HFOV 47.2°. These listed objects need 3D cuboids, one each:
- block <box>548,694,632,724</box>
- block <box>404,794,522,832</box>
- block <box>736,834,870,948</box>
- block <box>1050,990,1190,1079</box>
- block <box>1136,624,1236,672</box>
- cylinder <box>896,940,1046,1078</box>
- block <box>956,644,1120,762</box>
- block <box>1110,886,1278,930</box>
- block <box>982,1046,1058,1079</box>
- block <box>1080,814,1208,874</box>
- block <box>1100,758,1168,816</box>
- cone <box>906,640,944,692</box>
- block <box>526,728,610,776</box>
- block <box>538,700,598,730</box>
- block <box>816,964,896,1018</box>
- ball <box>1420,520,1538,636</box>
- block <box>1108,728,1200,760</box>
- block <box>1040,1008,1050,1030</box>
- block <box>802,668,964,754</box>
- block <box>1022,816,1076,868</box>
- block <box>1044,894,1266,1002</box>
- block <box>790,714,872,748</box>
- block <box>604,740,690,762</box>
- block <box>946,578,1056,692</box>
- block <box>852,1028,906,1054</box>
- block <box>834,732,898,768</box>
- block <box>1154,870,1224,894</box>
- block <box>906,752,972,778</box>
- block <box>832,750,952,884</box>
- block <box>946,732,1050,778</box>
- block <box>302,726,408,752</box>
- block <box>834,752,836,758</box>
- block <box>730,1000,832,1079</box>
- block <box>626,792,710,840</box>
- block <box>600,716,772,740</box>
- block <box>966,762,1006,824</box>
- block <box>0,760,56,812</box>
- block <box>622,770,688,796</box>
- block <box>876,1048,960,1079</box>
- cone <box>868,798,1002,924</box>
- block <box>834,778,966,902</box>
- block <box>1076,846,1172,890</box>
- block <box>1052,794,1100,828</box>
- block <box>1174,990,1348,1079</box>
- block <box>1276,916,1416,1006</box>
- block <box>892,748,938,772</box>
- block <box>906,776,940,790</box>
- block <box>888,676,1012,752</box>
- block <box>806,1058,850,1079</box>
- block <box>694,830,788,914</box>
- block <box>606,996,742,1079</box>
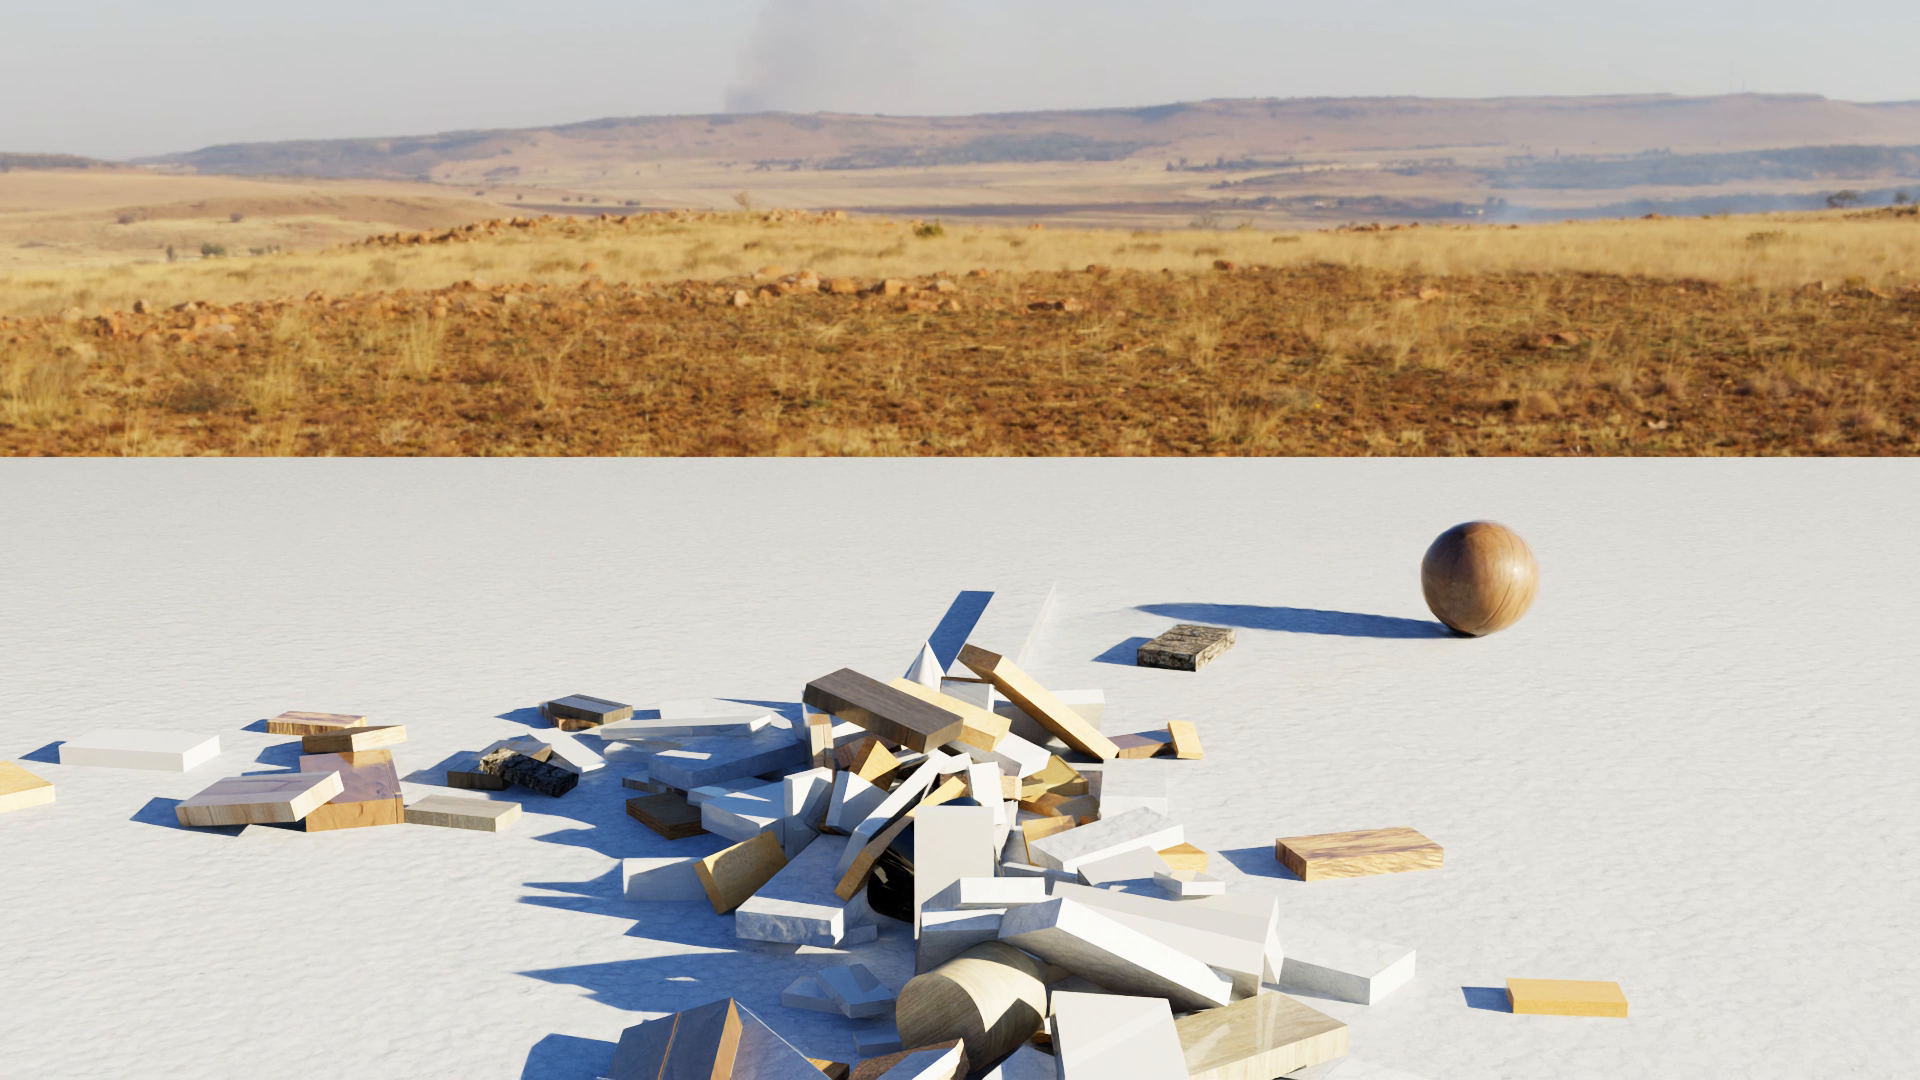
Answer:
[{"bbox_3d":[-0.790,0.361,4.702,0.170,0.024,0.085,8,13,36],"label":"block"},{"bbox_3d":[-0.918,0.504,4.059,0.189,0.027,0.095,3,11,17],"label":"block"},{"bbox_3d":[-0.216,0.563,3.561,0.157,0.044,0.391,3,11,16],"label":"block"},{"bbox_3d":[0.202,0.663,2.798,0.156,0.044,0.311,4,12,-2],"label":"block"},{"bbox_3d":[0.550,0.260,5.329,0.147,0.042,0.294,5,12,25],"label":"block"},{"bbox_3d":[0.016,0.639,2.998,0.148,0.148,0.148,7,13,34],"label":"cylinder"},{"bbox_3d":[0.157,0.327,4.377,0.368,0.037,0.129,40,-14,-33],"label":"block"},{"bbox_3d":[0.339,0.576,3.296,0.257,0.036,0.128,1,25,17],"label":"block"},{"bbox_3d":[0.082,0.713,2.698,0.147,0.042,0.311,17,12,21],"label":"block"},{"bbox_3d":[0.319,0.531,3.845,0.120,0.034,0.239,4,8,-26],"label":"block"},{"bbox_3d":[0.328,0.464,4.146,0.120,0.034,0.387,1,5,5],"label":"block"},{"bbox_3d":[-0.071,0.302,4.730,0.178,0.178,0.178,0,11,0],"label":"cone"},{"bbox_3d":[-0.800,0.430,4.478,0.066,0.019,0.303,-6,12,-30],"label":"block"},{"bbox_3d":[-0.847,0.376,4.753,0.085,0.024,0.170,-5,12,-25],"label":"block"},{"bbox_3d":[-0.151,0.651,3.177,0.071,0.020,0.142,-4,11,-23],"label":"block"},{"bbox_3d":[1.305,0.096,5.535,0.290,0.290,0.290,0,11,0],"label":"ball"},{"bbox_3d":[0.385,0.420,4.514,0.196,0.026,0.093,-6,12,-27],"label":"block"},{"bbox_3d":[0.104,0.676,3.122,0.049,0.014,0.097,-9,4,-42],"label":"block"},{"bbox_3d":[-0.137,0.304,3.943,0.259,0.037,0.130,21,20,25],"label":"block"},{"bbox_3d":[0.164,0.540,3.818,0.092,0.026,0.268,-7,12,-1],"label":"block"},{"bbox_3d":[0.269,0.580,3.104,0.314,0.044,0.157,11,-26,12],"label":"block"},{"bbox_3d":[-0.229,0.352,4.250,0.129,0.037,0.258,-21,7,-19],"label":"block"},{"bbox_3d":[-0.632,0.430,4.467,0.161,0.023,0.081,2,11,12],"label":"block"},{"bbox_3d":[0.116,0.227,5.509,0.147,0.042,1.080,1,11,8],"label":"block"},{"bbox_3d":[-0.097,0.696,3.061,0.097,0.014,0.049,-2,11,-12],"label":"block"},{"bbox_3d":[-0.169,0.384,4.142,0.130,0.037,0.387,-22,-3,-4],"label":"block"},{"bbox_3d":[0.350,0.524,3.364,0.067,0.019,0.134,1,-1,-13],"label":"block"},{"bbox_3d":[-0.040,0.419,4.037,0.095,0.027,0.191,-18,-4,-10],"label":"block"},{"bbox_3d":[-0.110,0.462,3.691,0.027,0.095,0.442,28,18,10],"label":"block"},{"bbox_3d":[0.014,0.367,4.180,0.302,0.033,0.118,24,16,25],"label":"block"},{"bbox_3d":[-1.228,0.403,4.454,0.115,0.033,0.230,-9,1,-41],"label":"block"},{"bbox_3d":[-0.264,0.399,4.500,0.093,0.026,0.185,-14,19,-1],"label":"block"},{"bbox_3d":[-0.250,0.688,2.841,0.090,0.025,0.510,-23,12,-20],"label":"block"},{"bbox_3d":[-0.532,0.507,4.045,0.094,0.027,0.189,-7,12,-31],"label":"block"},{"bbox_3d":[-0.560,0.382,4.476,0.375,0.023,0.081,-5,6,31],"label":"block"},{"bbox_3d":[0.045,0.439,3.792,0.053,0.106,0.015,-5,-10,-23],"label":"block"},{"bbox_3d":[-1.838,0.472,4.213,0.115,0.033,0.230,-10,14,-43],"label":"block"},{"bbox_3d":[-0.582,0.472,4.256,0.131,0.019,0.066,7,13,33],"label":"block"},{"bbox_3d":[-0.065,0.671,2.739,0.067,0.019,0.134,-15,4,34],"label":"block"},{"bbox_3d":[0.023,0.575,3.454,0.242,0.242,0.242,-10,41,-43],"label":"cone"},{"bbox_3d":[-0.094,0.484,3.595,0.026,0.091,0.392,37,22,11],"label":"block"},{"bbox_3d":[0.307,0.582,3.380,0.128,0.036,0.347,-14,25,-16],"label":"block"},{"bbox_3d":[0.222,0.501,4.044,0.104,0.015,0.052,-11,43,-45],"label":"block"},{"bbox_3d":[0.364,0.682,2.958,0.293,0.042,0.147,-8,13,-34],"label":"block"},{"bbox_3d":[0.516,0.629,3.345,0.313,0.041,0.146,8,13,37],"label":"block"},{"bbox_3d":[-0.093,0.396,3.980,0.092,0.026,0.184,-19,-8,4],"label":"block"},{"bbox_3d":[-0.052,0.485,4.201,0.047,0.013,0.235,-4,11,-23],"label":"block"},{"bbox_3d":[-0.031,0.328,4.141,0.236,0.033,0.118,20,15,11],"label":"block"},{"bbox_3d":[-0.227,0.715,2.942,0.142,0.020,0.071,4,11,19],"label":"block"},{"bbox_3d":[-0.355,0.549,3.642,0.026,0.091,0.182,-32,-9,33],"label":"block"},{"bbox_3d":[-0.378,0.708,2.770,0.156,0.044,0.449,-17,11,4],"label":"block"}]
